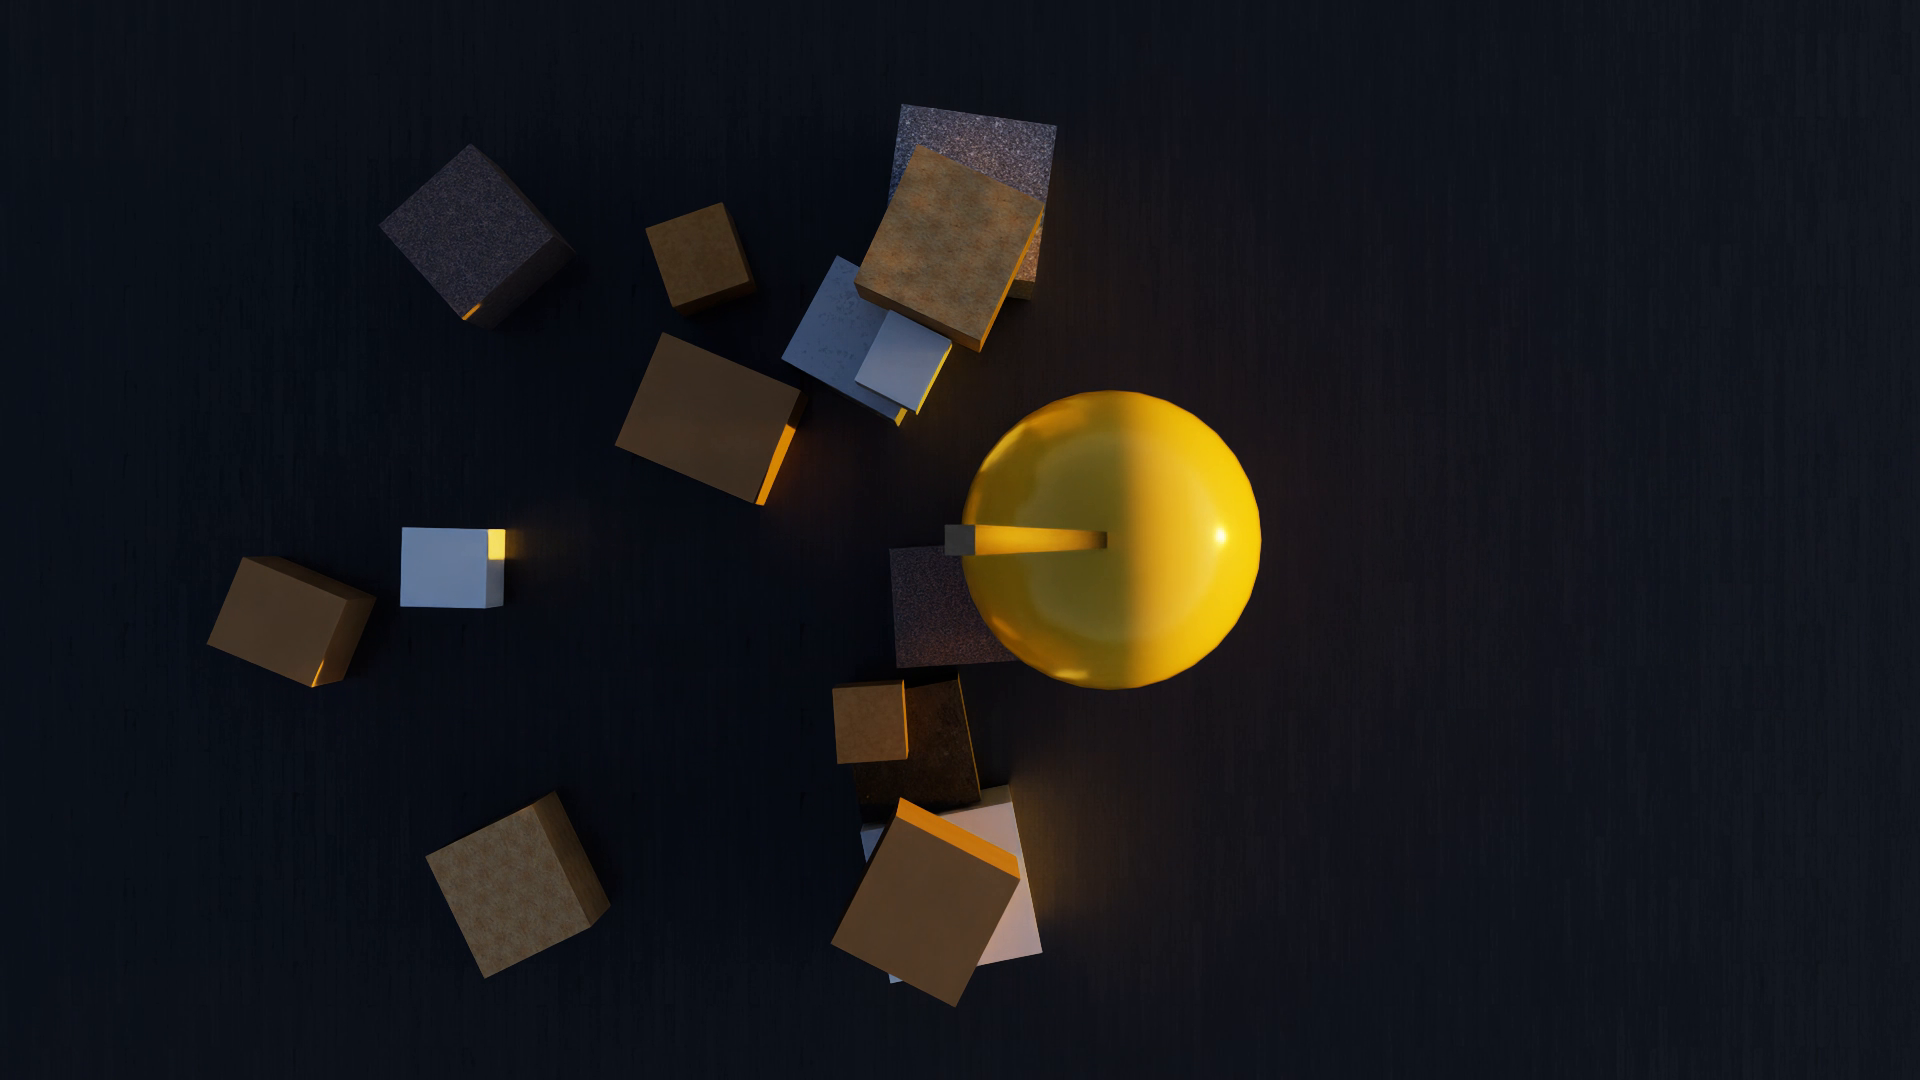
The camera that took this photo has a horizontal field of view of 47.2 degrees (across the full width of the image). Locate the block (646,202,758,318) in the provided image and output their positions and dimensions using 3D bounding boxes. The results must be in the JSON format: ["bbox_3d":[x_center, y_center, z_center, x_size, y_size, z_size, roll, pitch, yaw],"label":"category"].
[{"bbox_3d":[-1.487,-1.615,12.722,0.460,0.555,0.472,-19,90,0],"label":"block"}]

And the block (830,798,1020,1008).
[{"bbox_3d":[-0.177,1.910,11.716,0.721,0.821,0.738,27,90,0],"label":"block"}]

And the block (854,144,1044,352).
[{"bbox_3d":[-0.056,-1.538,11.729,0.726,0.734,0.787,25,90,0],"label":"block"}]

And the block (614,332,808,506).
[{"bbox_3d":[-1.413,-0.685,12.656,0.839,0.688,0.688,23,90,0],"label":"block"}]

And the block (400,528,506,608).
[{"bbox_3d":[-2.937,0.158,12.757,0.486,0.486,0.450,1,90,0],"label":"block"}]

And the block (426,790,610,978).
[{"bbox_3d":[-2.526,1.965,12.644,0.661,0.711,0.759,-26,90,0],"label":"block"}]

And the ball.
[{"bbox_3d":[0.797,0.000,11.697,1.600,1.600,1.600,0,90,0],"label":"ball"}]

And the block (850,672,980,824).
[{"bbox_3d":[-0.278,1.179,12.629,0.674,0.742,0.692,-11,90,0],"label":"block"}]

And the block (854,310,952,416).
[{"bbox_3d":[-0.309,-0.973,12.096,0.374,0.382,0.430,27,90,0],"label":"block"}]

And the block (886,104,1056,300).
[{"bbox_3d":[0.045,-1.910,12.548,0.865,0.904,0.867,8,90,0],"label":"block"}]

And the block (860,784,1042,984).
[{"bbox_3d":[-0.048,1.944,12.563,0.854,0.873,0.849,-11,90,0],"label":"block"}]

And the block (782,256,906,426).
[{"bbox_3d":[-0.526,-1.130,12.644,0.723,0.713,0.657,29,90,0],"label":"block"}]

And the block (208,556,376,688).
[{"bbox_3d":[-3.841,0.461,12.683,0.635,0.634,0.530,23,90,0],"label":"block"}]

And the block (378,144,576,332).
[{"bbox_3d":[-2.749,-1.721,12.618,0.689,0.763,0.694,-42,90,0],"label":"block"}]

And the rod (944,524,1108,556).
[{"bbox_3d":[0.345,0.000,8.327,0.080,5.200,0.080,0,90,8],"label":"rod"}]

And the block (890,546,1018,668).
[{"bbox_3d":[-0.023,0.361,12.665,0.706,0.669,0.671,-4,90,0],"label":"block"}]

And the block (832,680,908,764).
[{"bbox_3d":[-0.487,0.991,12.048,0.374,0.421,0.405,-4,90,0],"label":"block"}]
